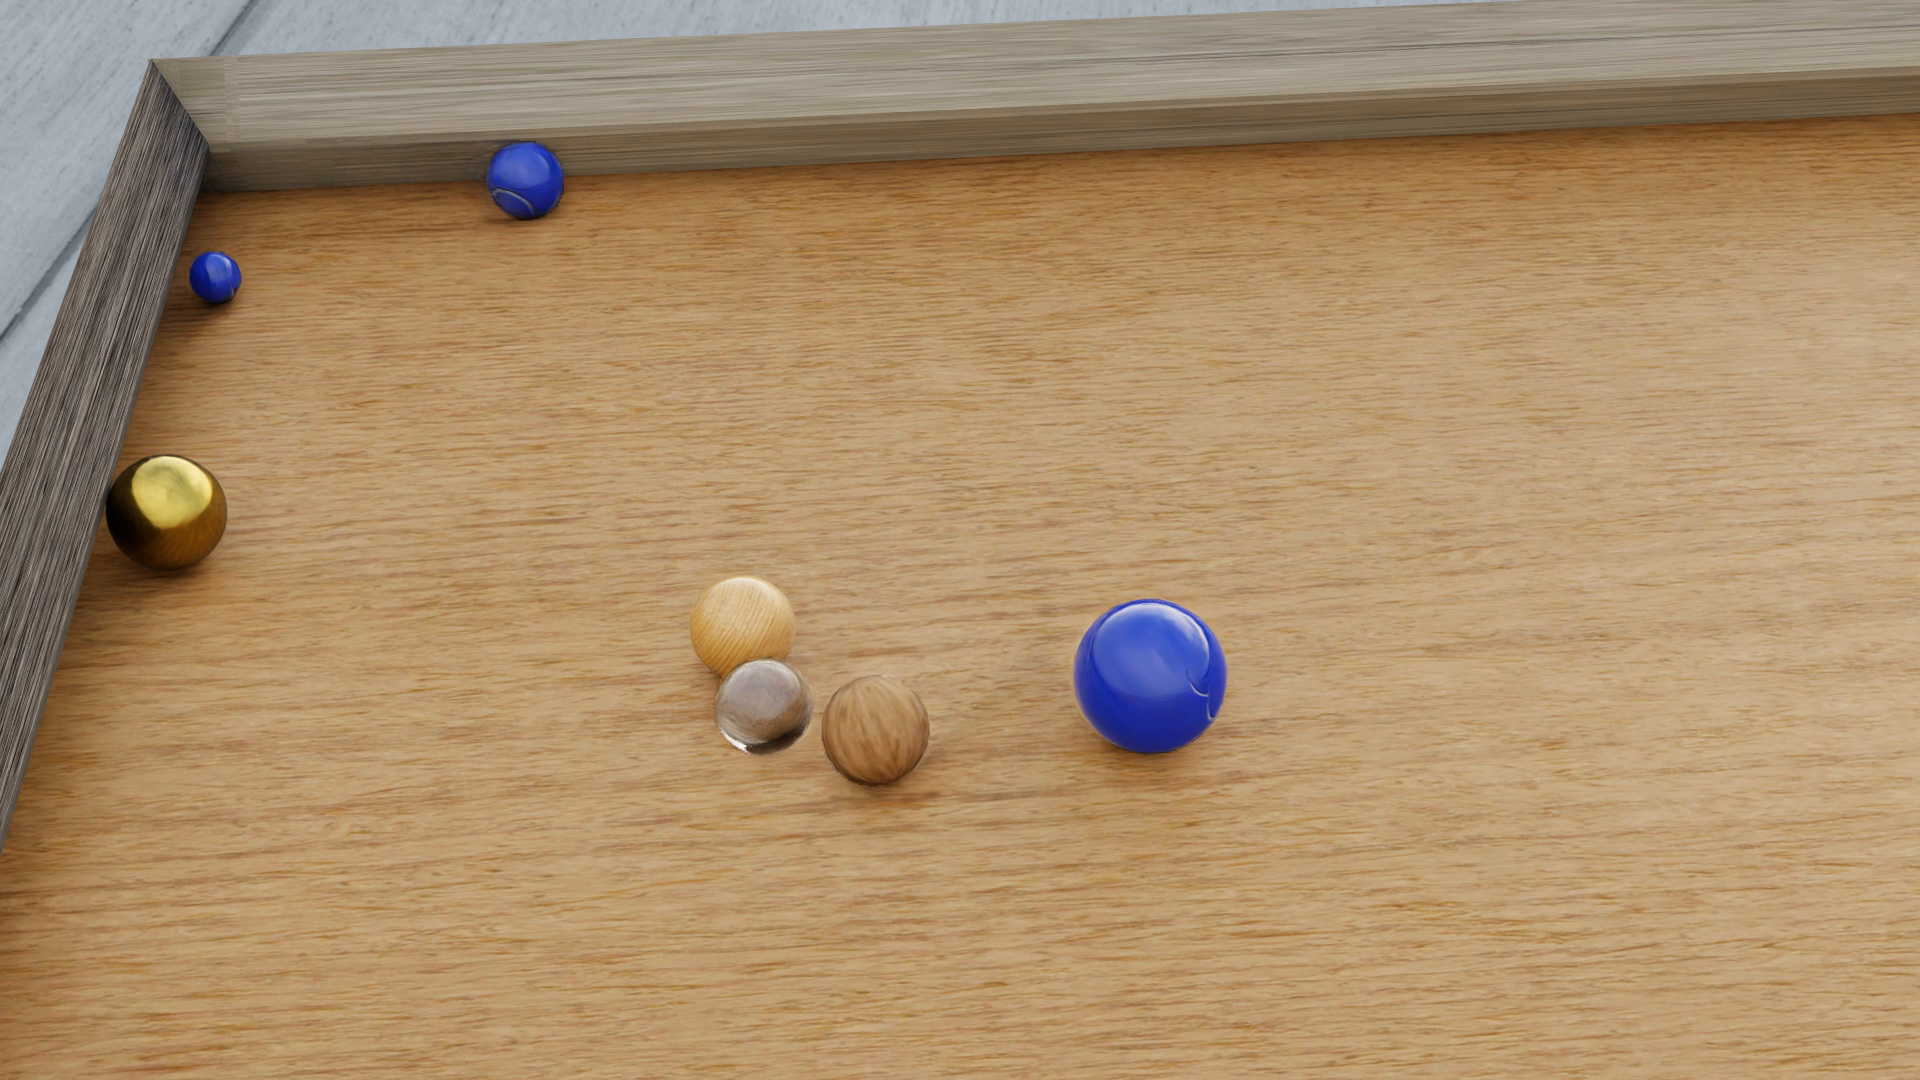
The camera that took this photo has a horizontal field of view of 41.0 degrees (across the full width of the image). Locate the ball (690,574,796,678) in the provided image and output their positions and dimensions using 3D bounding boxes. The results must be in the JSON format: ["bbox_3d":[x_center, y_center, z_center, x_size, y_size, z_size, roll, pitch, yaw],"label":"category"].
[{"bbox_3d":[-0.142,0.058,1.681,0.070,0.070,0.070,0,35,0],"label":"ball"}]

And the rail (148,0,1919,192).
[{"bbox_3d":[0.560,-0.417,2.297,2.504,0.126,0.045,-3,36,-5],"label":"rail"}]

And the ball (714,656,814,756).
[{"bbox_3d":[-0.124,0.105,1.621,0.062,0.062,0.062,0,35,0],"label":"ball"}]

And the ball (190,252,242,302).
[{"bbox_3d":[-0.605,-0.213,2.086,0.041,0.041,0.041,0,35,0],"label":"ball"}]

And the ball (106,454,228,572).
[{"bbox_3d":[-0.550,-0.019,1.778,0.081,0.081,0.081,0,35,0],"label":"ball"}]

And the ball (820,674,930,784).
[{"bbox_3d":[-0.053,0.118,1.597,0.068,0.068,0.068,0,35,0],"label":"ball"}]

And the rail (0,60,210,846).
[{"bbox_3d":[-0.599,0.012,1.694,0.045,0.126,1.283,-3,36,-5],"label":"rail"}]

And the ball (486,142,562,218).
[{"bbox_3d":[-0.373,-0.308,2.200,0.065,0.065,0.065,0,35,0],"label":"ball"}]

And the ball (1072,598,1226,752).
[{"bbox_3d":[0.119,0.085,1.618,0.097,0.097,0.097,0,35,0],"label":"ball"}]
